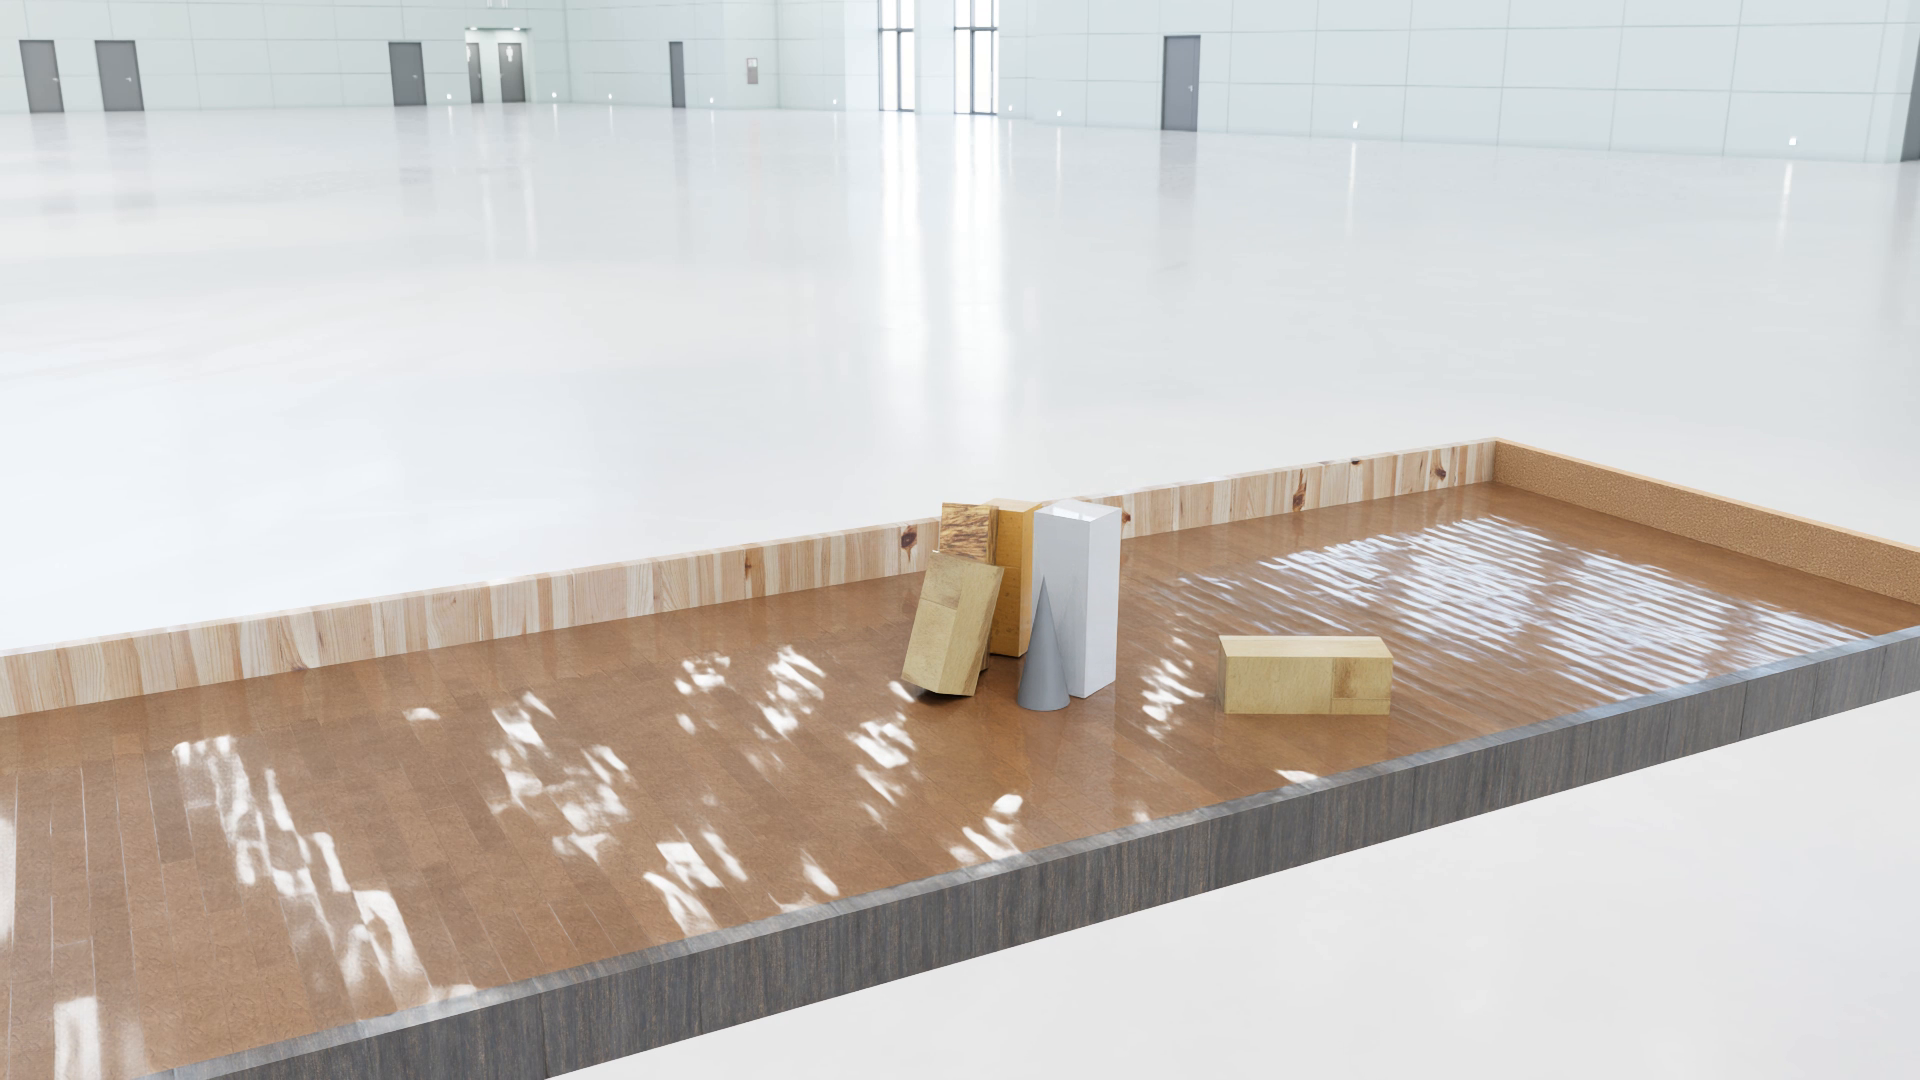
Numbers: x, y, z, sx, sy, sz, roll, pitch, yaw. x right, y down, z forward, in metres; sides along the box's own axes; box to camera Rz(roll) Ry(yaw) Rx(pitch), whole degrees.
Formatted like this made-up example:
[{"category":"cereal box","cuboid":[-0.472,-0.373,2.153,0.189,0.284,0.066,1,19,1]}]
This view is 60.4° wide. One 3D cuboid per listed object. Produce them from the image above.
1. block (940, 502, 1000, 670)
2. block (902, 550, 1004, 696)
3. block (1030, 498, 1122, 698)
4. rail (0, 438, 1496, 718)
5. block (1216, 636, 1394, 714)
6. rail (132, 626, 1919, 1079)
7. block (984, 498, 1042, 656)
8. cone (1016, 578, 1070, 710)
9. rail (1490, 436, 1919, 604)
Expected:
[{"category":"block","cuboid":[0.015,0.117,4.188,0.121,0.417,0.121,4,1,13]},{"category":"block","cuboid":[-0.018,0.204,4.041,0.130,0.324,0.130,16,4,44]},{"category":"block","cuboid":[0.285,0.142,4.073,0.156,0.447,0.156,11,18,32]},{"category":"rail","cuboid":[-3.305,0.497,3.399,12.000,0.150,0.050,-9,18,-27]},{"category":"block","cuboid":[0.829,0.326,3.989,0.392,0.145,0.145,0,16,1]},{"category":"rail","cuboid":[-2.336,1.006,1.665,12.000,0.150,0.050,-9,18,-27]},{"category":"block","cuboid":[0.124,0.096,4.332,0.130,0.386,0.130,7,15,23]},{"category":"cone","cuboid":[0.202,0.237,3.974,0.130,0.323,0.130,-1,16,0]},{"category":"rail","cuboid":[2.466,-0.048,5.253,0.050,0.150,2.100,-9,18,-27]}]
